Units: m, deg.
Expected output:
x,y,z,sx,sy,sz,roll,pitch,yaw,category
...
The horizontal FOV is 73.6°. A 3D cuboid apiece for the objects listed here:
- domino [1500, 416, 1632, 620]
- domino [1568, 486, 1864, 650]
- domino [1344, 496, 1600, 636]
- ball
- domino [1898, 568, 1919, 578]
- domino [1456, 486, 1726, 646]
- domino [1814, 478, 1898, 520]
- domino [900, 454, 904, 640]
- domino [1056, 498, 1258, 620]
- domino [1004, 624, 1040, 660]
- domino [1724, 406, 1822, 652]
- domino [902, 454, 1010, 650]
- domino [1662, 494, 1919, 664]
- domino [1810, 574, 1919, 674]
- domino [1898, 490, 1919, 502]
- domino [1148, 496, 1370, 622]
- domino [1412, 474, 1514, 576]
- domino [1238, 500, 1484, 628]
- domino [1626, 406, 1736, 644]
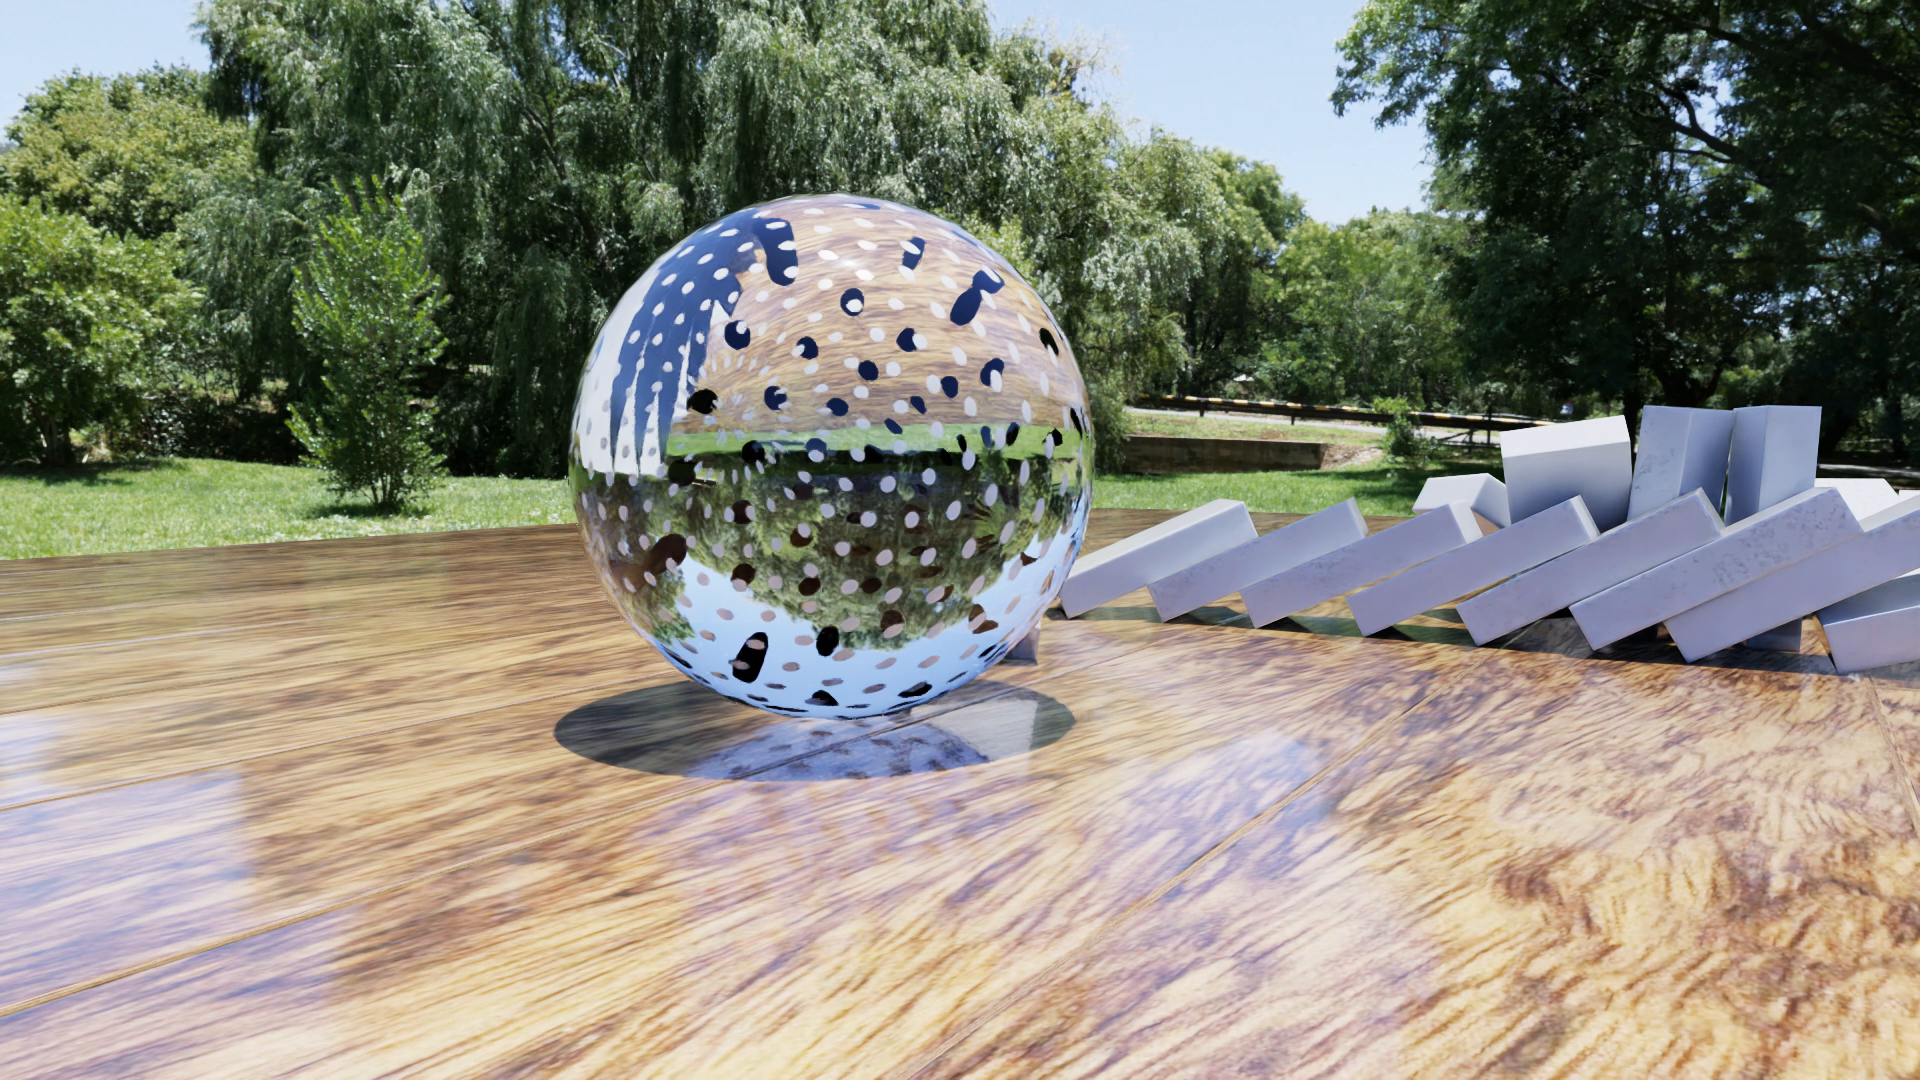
x,y,z,sx,sy,sz,roll,pitch,yaw,category
0.139,-0.004,0.293,0.025,0.050,0.010,-7,38,24,domino
0.148,0.006,0.256,0.050,0.010,0.025,-31,-11,24,domino
0.112,0.006,0.282,0.050,0.009,0.025,-29,-10,29,domino
-0.019,-0.012,0.199,0.080,0.080,0.080,0,4,0,ball
0.210,0.008,0.263,0.050,0.010,0.025,-33,22,-29,domino
0.131,0.006,0.268,0.050,0.010,0.025,-32,-12,30,domino
0.220,0.002,0.312,0.025,0.009,0.050,1,35,9,domino
-0.001,0.000,0.295,0.025,0.010,0.050,0,45,-4,domino
0.047,0.004,0.322,0.050,0.009,0.025,-23,4,0,domino
0.002,0.003,0.266,0.025,0.009,0.050,0,45,-4,domino
0.172,-0.003,0.274,0.010,0.050,0.025,3,5,17,domino
0.000,0.002,0.280,0.025,0.009,0.050,0,45,-4,domino
0.164,0.007,0.249,0.050,0.010,0.025,-31,-12,27,domino
0.187,0.012,0.235,0.050,0.010,0.025,-18,2,29,domino
0.222,0.005,0.285,0.025,0.010,0.050,4,33,38,domino
0.072,0.005,0.308,0.050,0.010,0.025,-25,-5,20,domino
0.141,0.001,0.319,0.050,0.009,0.025,30,-6,-10,domino
0.092,0.006,0.295,0.050,0.009,0.025,-26,-9,28,domino
0.157,-0.004,0.282,0.025,0.050,0.009,-4,12,-40,domino
